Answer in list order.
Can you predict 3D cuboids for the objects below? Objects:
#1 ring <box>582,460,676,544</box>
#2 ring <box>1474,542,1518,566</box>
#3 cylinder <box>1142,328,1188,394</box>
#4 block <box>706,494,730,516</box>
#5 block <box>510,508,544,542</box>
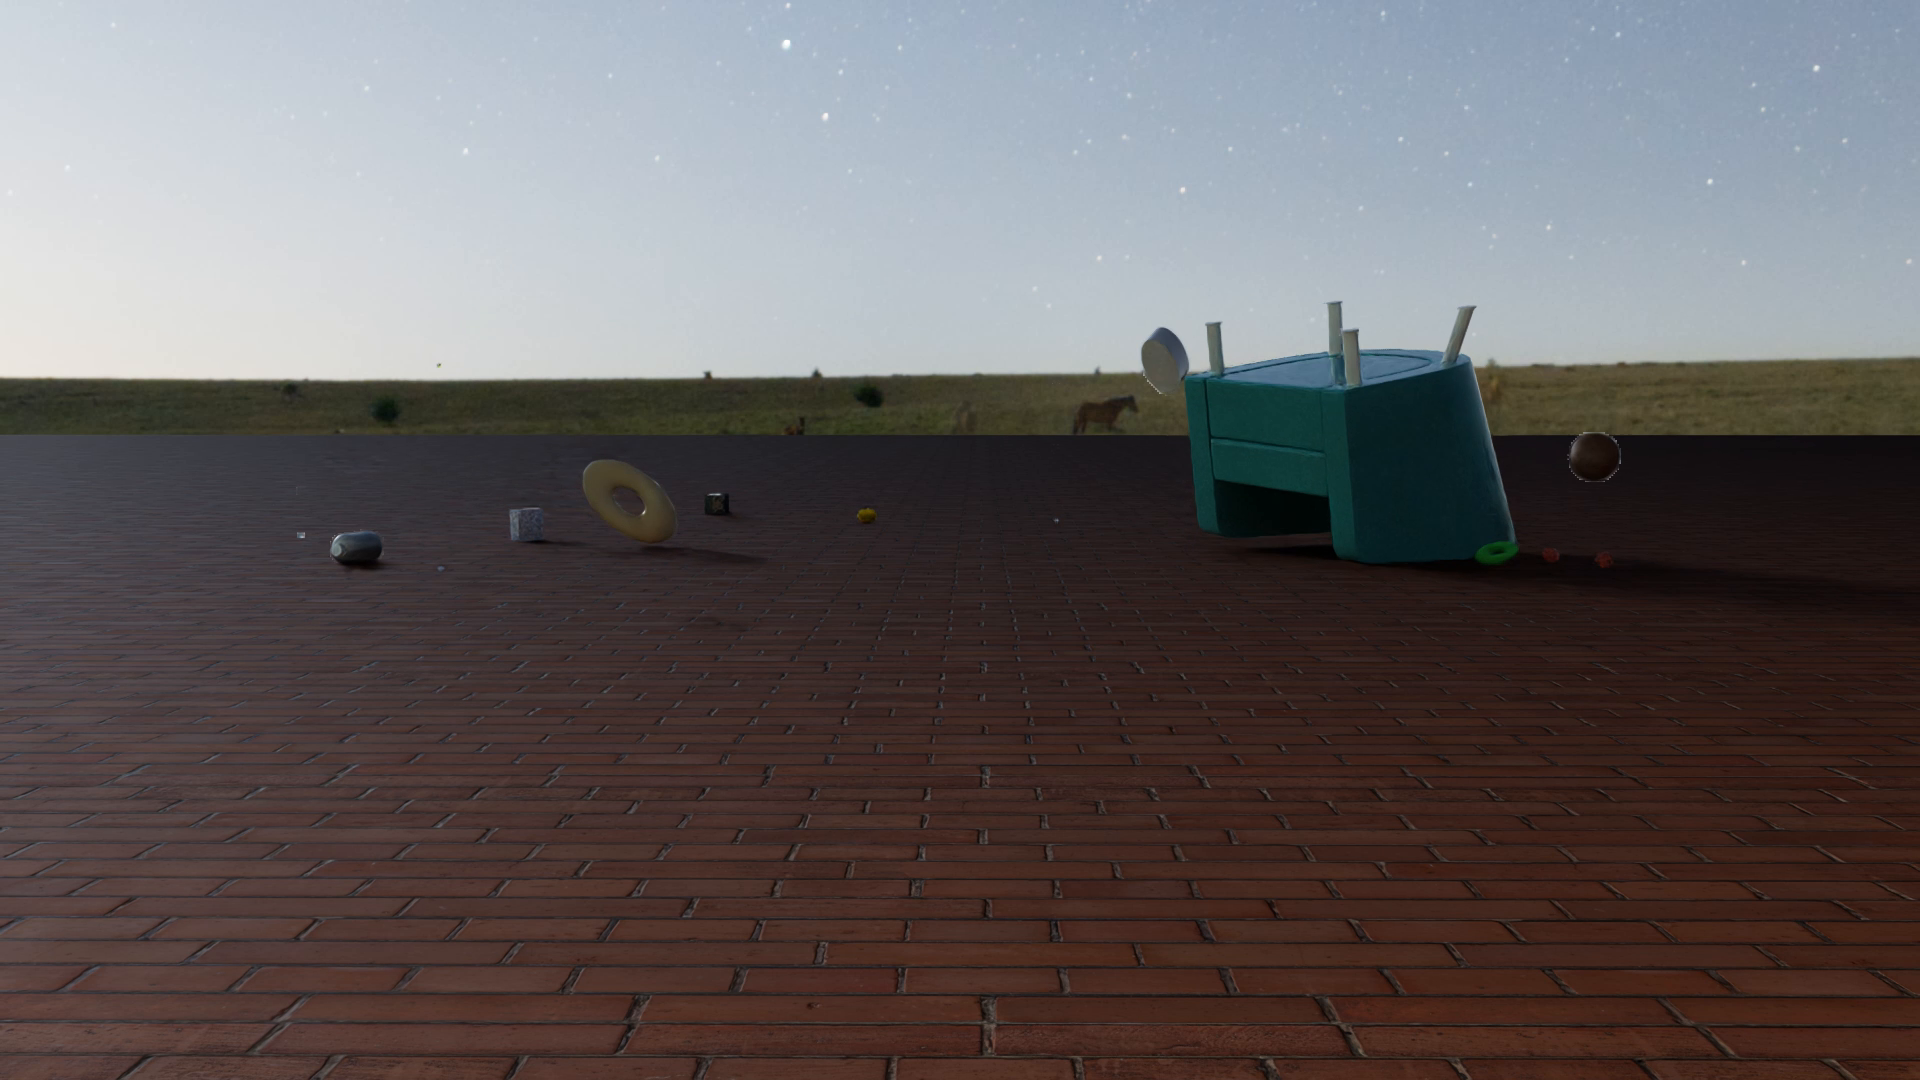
[{"bbox_3d":[-0.946,-0.111,6.294,0.322,0.181,0.056,38,-4,7],"label":"ring"},{"bbox_3d":[1.366,0.035,5.603,0.126,0.031,0.066,-15,44,-19],"label":"ring"},{"bbox_3d":[0.787,-0.691,8.436,0.127,0.223,0.179,-23,12,24],"label":"cylinder"},{"bbox_3d":[-0.868,-0.127,7.869,0.050,0.072,0.084,1,4,26],"label":"block"},{"bbox_3d":[-1.286,-0.045,6.525,0.086,0.093,0.045,-4,6,-45],"label":"block"}]
